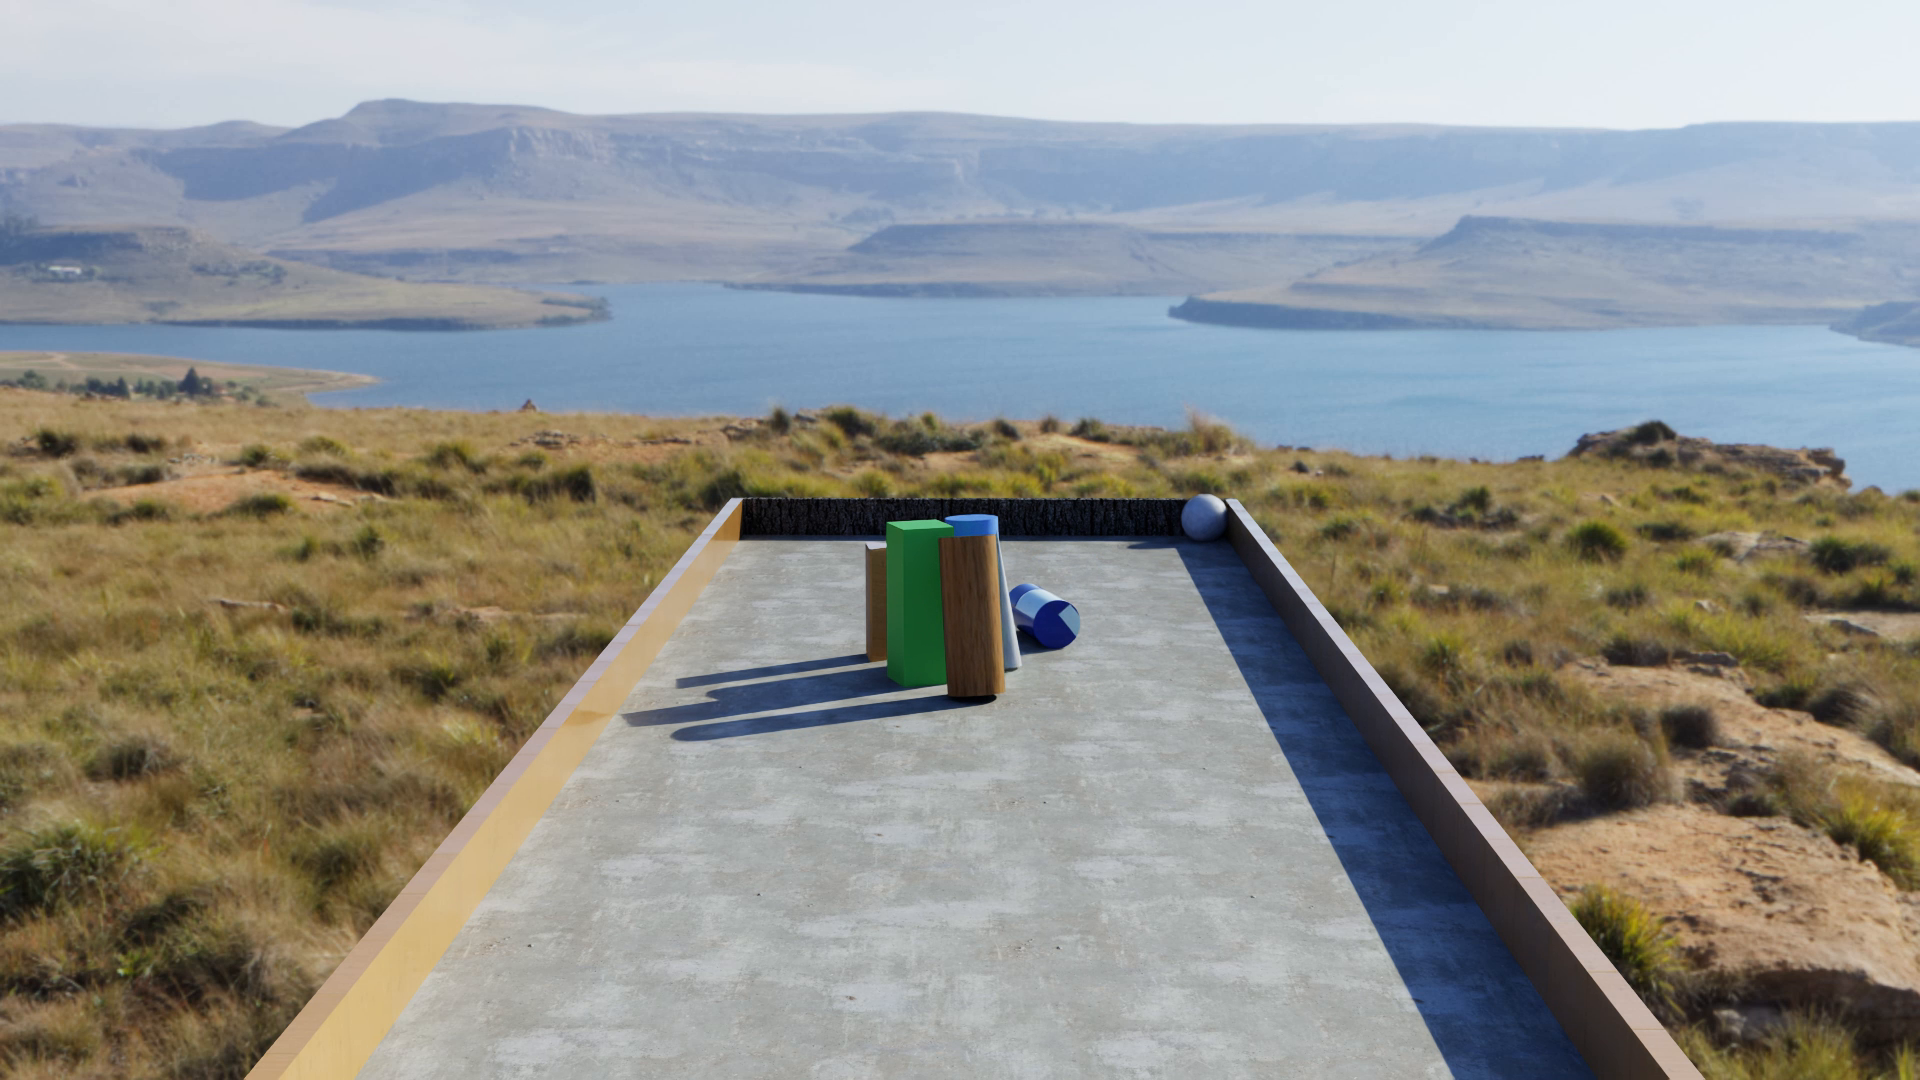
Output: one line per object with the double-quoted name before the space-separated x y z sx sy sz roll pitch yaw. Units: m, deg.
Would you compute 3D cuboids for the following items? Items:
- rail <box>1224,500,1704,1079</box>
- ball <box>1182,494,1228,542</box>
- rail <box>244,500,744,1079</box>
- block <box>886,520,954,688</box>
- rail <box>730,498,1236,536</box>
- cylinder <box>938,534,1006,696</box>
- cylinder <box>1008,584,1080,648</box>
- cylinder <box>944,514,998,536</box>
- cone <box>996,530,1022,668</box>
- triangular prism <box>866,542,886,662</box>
"rail" 1.046 0.843 3.208 0.050 0.150 12.000 0 9 1
"ball" 0.999 -0.092 8.971 0.194 0.194 0.194 0 9 0
"rail" -1.004 0.839 3.234 0.050 0.150 12.000 0 9 1
"block" -0.116 0.182 6.392 0.154 0.460 0.154 -3 10 -20
"rail" 0.099 -0.098 9.147 2.100 0.150 0.050 0 9 1
"cylinder" 0.033 0.211 6.195 0.164 0.444 0.164 -3 1 0
"cylinder" 0.260 0.240 7.003 0.155 0.155 0.309 -3 9 -16
"cylinder" 0.041 0.148 6.663 0.161 0.435 0.161 -2 7 0
"cone" 0.121 0.171 6.572 0.108 0.415 0.108 -3 2 0
"triangular prism" -0.251 0.185 6.728 0.136 0.348 0.117 -7 11 -37
